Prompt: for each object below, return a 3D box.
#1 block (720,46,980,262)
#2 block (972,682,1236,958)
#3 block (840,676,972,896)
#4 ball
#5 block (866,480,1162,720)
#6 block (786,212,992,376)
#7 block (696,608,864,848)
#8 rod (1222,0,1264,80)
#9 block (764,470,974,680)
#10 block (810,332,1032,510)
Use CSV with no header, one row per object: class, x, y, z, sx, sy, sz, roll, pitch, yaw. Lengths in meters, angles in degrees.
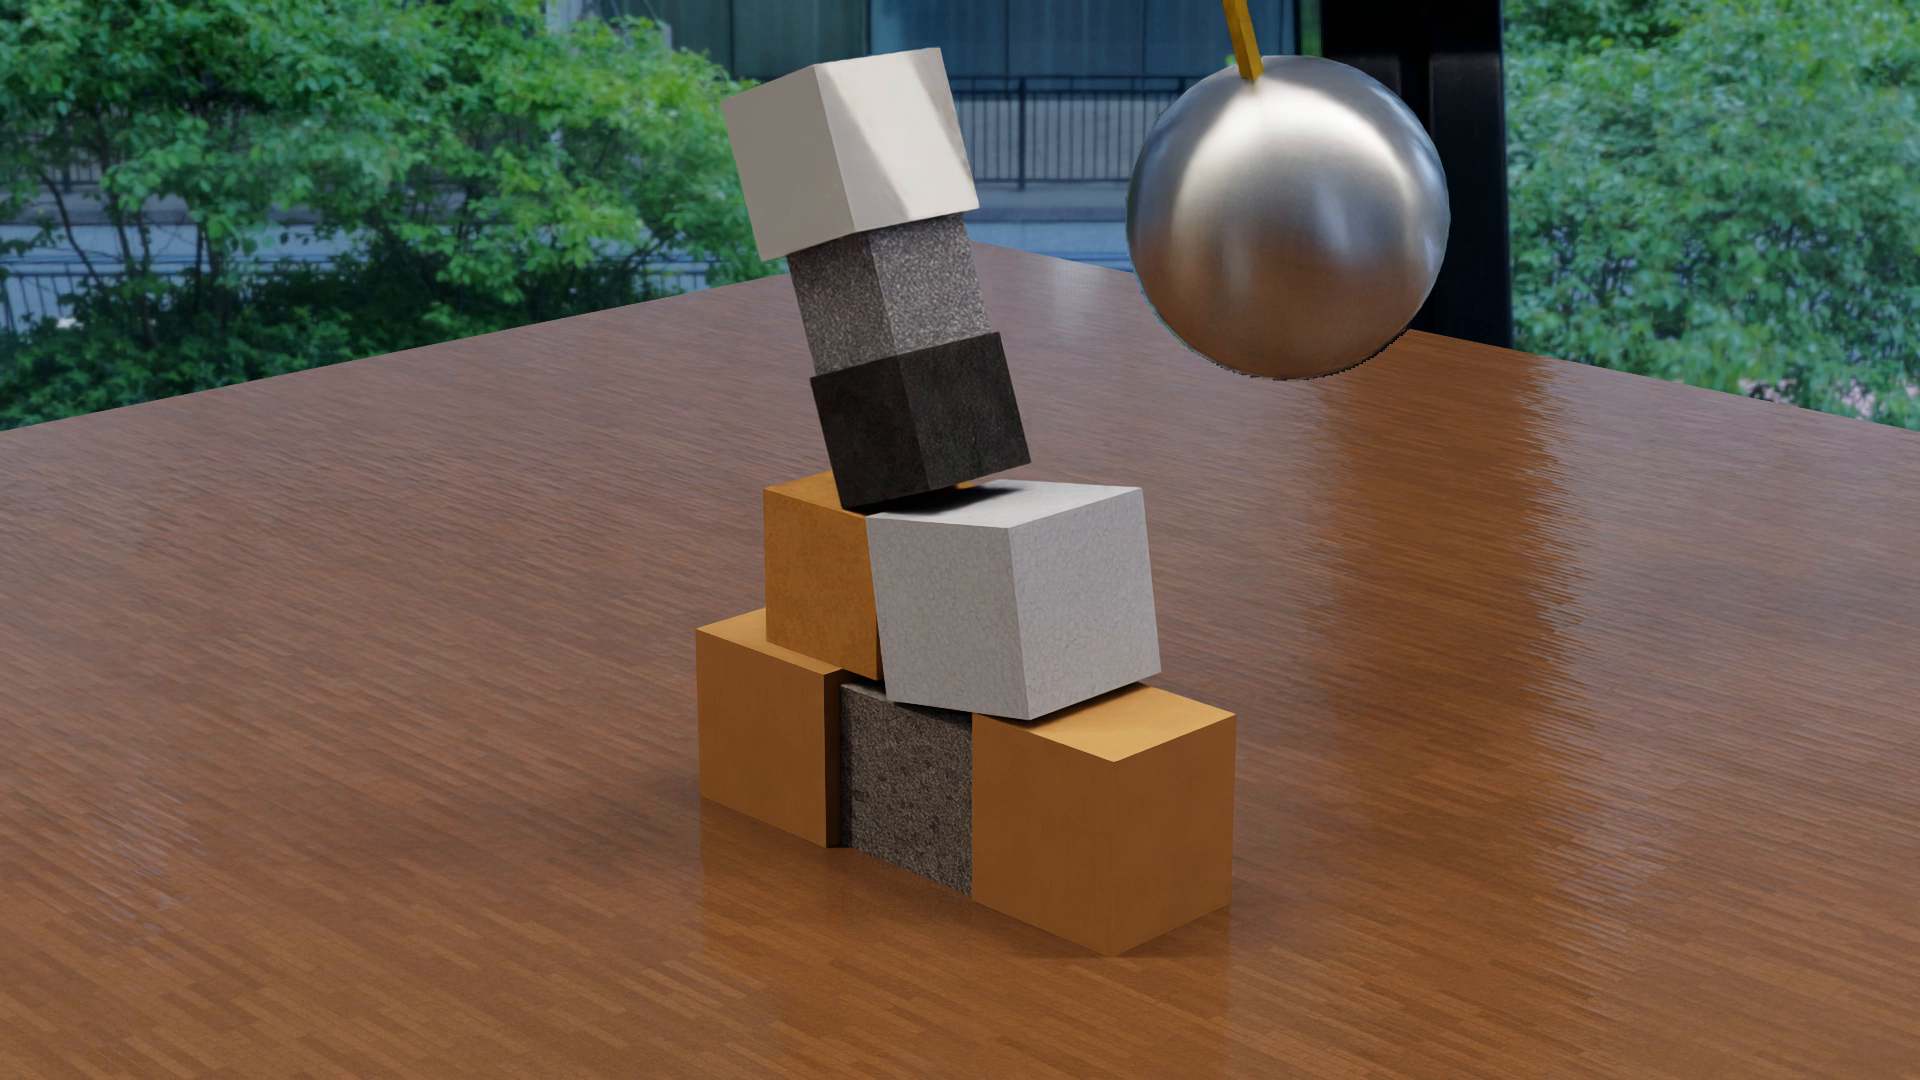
block,-0.497,-1.748,13.295,0.773,0.751,0.673,-17,4,-42
block,0.635,1.193,13.041,0.801,0.904,0.843,-17,24,-42
block,0.015,1.064,13.640,0.742,0.791,0.876,-17,24,-42
ball,1.623,-1.599,14.540,1.600,1.600,1.600,0,17,0
block,0.241,0.247,13.195,0.861,0.850,0.903,-17,15,-42
block,-0.322,-1.115,13.330,0.592,0.563,0.571,-17,4,-42
block,-0.626,0.838,14.238,0.918,0.863,0.913,-17,24,-42
rod,0.703,-4.321,12.721,0.080,5.200,0.080,17,46,42
block,-0.390,0.123,13.809,0.760,0.758,0.738,17,24,42
block,-0.180,-0.543,13.351,0.643,0.616,0.614,-17,4,-42
